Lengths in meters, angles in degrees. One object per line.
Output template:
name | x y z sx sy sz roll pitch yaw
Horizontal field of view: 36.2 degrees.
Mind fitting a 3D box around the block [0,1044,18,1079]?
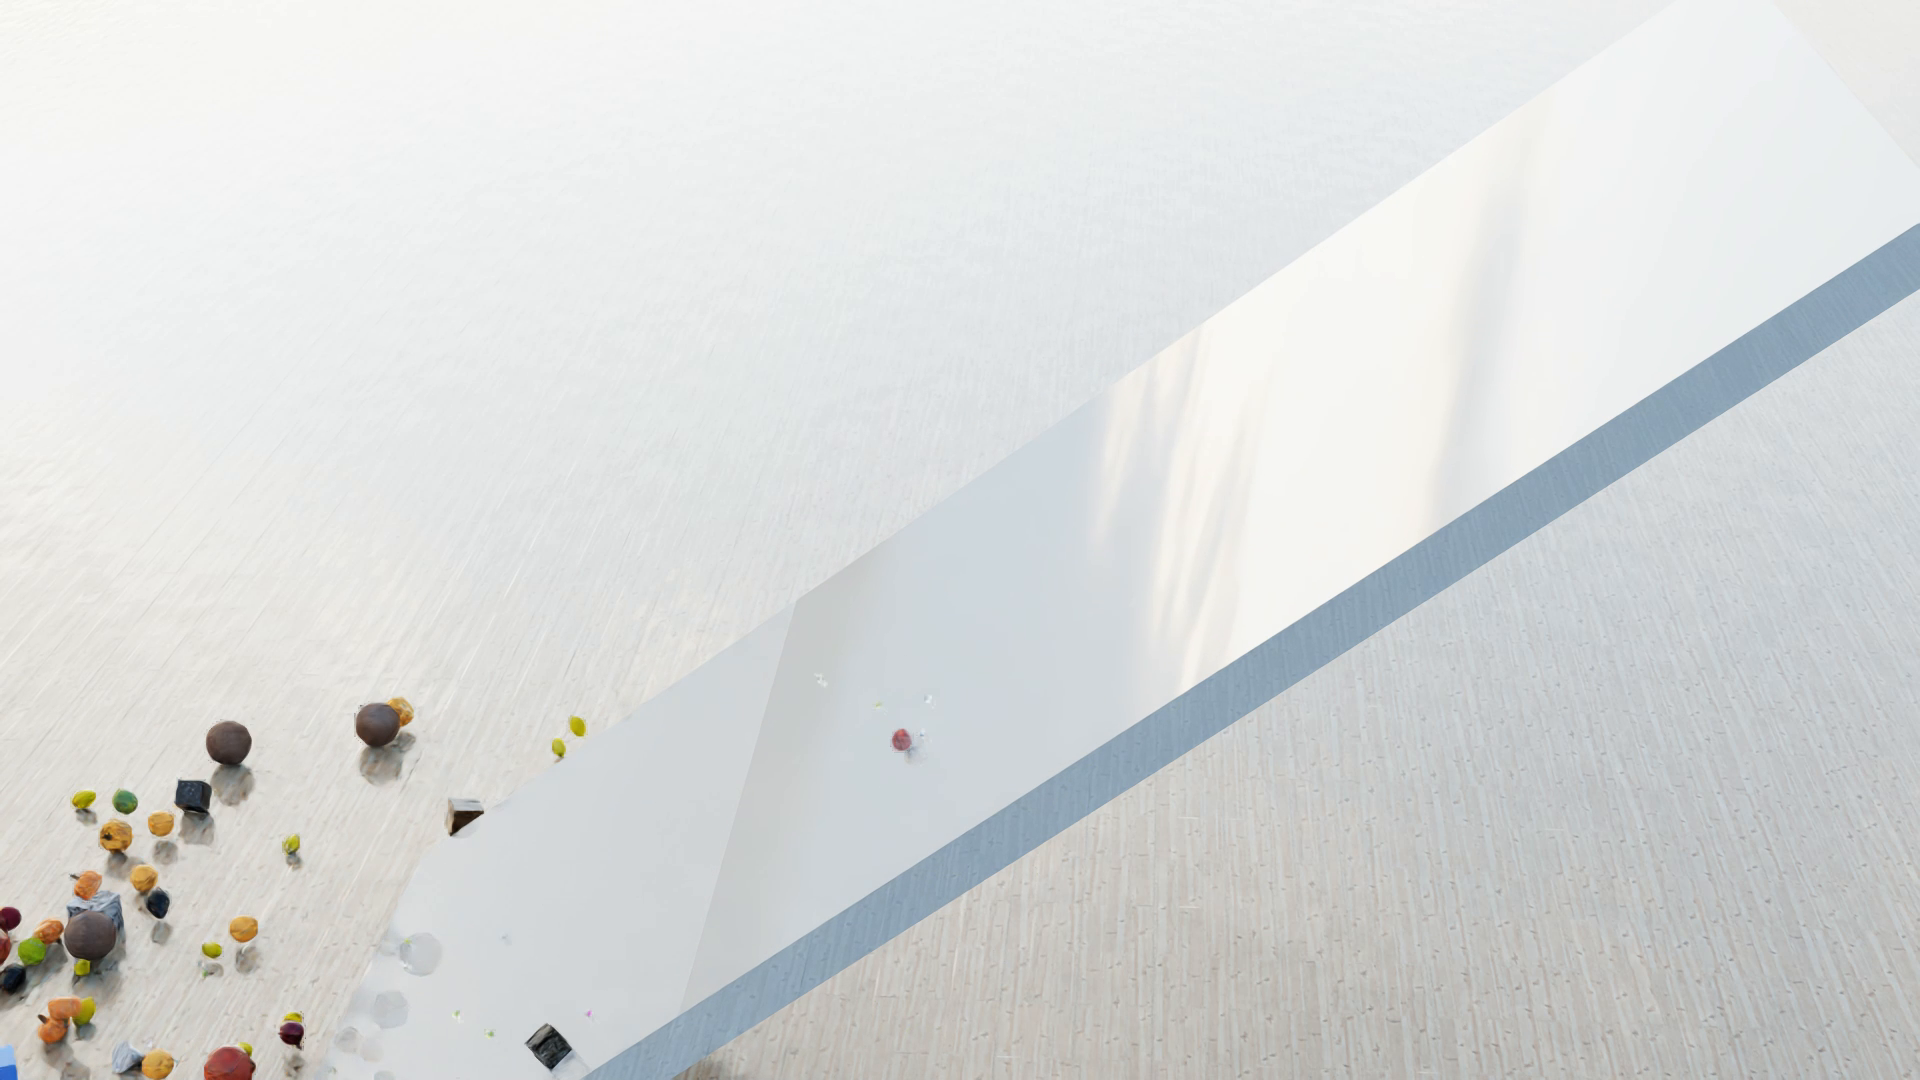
block | -2.253 1.250 6.874 0.091 0.091 0.091 -9 24 -20

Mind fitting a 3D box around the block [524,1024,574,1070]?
block | -0.815 1.003 5.827 0.060 0.060 0.060 -43 16 -16

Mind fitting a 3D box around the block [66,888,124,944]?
block | -2.222 0.965 7.557 0.096 0.096 0.096 7 24 17

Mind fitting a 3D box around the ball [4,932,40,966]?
ball | -2.356 1.027 7.388 0.085 0.085 0.085 0 22 0

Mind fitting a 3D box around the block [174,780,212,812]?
block | -2.128 0.710 8.163 0.072 0.072 0.072 2 -19 8

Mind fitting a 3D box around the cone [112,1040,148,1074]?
cone | -1.962 1.231 6.994 0.078 0.078 0.078 23 5 43

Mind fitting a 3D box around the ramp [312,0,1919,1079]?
ramp | 0.130 0.178 6.320 4.000 0.100 2.000 -34 16 16

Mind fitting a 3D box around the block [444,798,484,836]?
block | -1.353 0.758 8.025 0.080 0.080 0.080 5 19 -24
